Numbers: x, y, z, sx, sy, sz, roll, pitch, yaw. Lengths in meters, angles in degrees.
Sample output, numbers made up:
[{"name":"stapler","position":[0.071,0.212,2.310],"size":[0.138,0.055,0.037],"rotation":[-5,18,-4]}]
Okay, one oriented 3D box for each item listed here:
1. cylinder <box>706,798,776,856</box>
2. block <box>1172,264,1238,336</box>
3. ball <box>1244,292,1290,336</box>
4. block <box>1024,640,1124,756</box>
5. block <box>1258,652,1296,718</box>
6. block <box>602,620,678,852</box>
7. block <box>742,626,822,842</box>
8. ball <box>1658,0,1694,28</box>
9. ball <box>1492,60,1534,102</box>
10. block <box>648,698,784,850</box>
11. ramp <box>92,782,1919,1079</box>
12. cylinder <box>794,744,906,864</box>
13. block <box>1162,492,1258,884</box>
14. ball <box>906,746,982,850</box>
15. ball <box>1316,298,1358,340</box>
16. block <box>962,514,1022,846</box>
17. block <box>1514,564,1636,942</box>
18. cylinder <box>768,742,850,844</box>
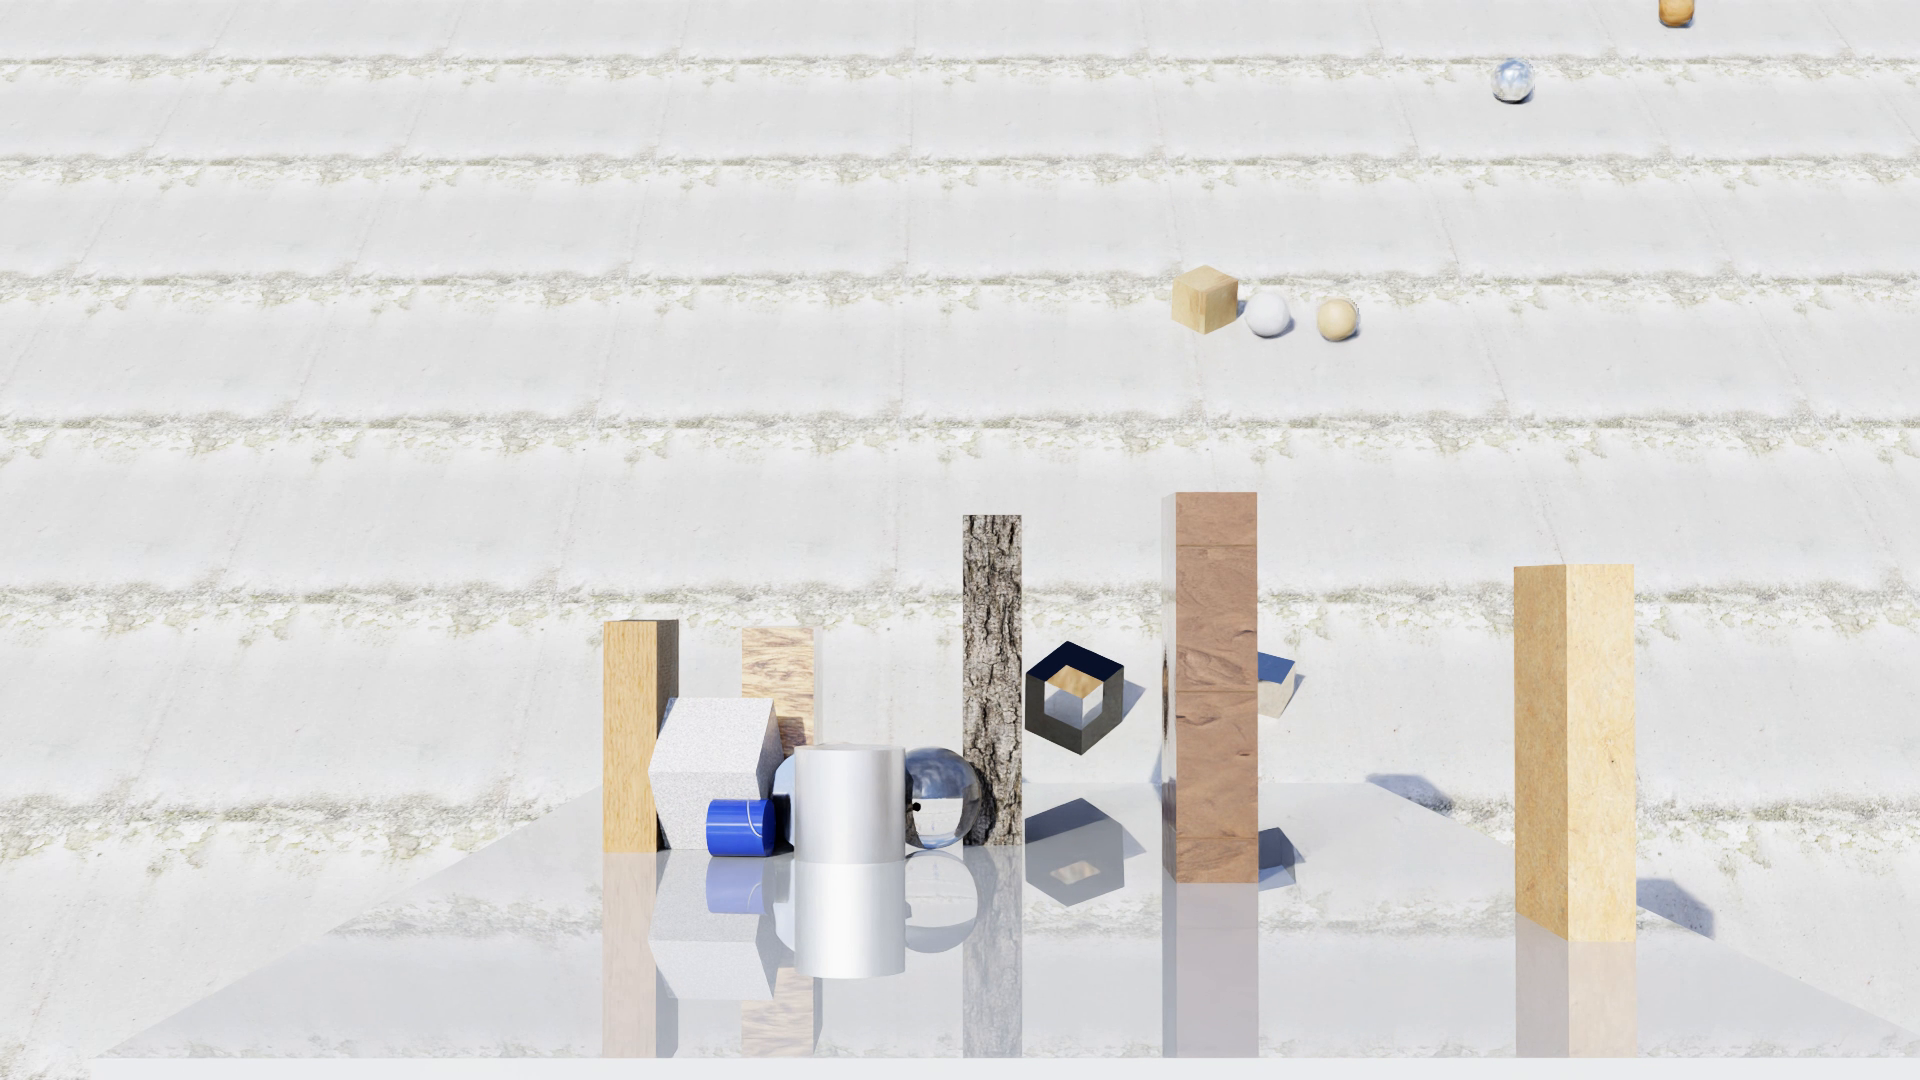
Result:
[{"name":"cylinder","position":[-0.412,0.541,4.882],"size":[0.108,0.108,0.108],"rotation":[0,33,10]},{"name":"block","position":[0.850,-0.835,9.009],"size":[0.159,0.159,0.159],"rotation":[-26,41,-34]},{"name":"ball","position":[1.056,-0.778,8.928],"size":[0.155,0.155,0.155],"rotation":[0,33,0]},{"name":"block","position":[0.310,0.428,7.052],"size":[0.191,0.191,0.191],"rotation":[23,40,31]},{"name":"block","position":[0.847,0.400,7.161],"size":[0.119,0.119,0.119],"rotation":[14,36,21]},{"name":"block","position":[-0.631,0.380,5.153],"size":[0.102,0.441,0.395],"rotation":[0,-1,0]},{"name":"block","position":[-0.363,0.392,5.346],"size":[0.143,0.426,0.358],"rotation":[0,-1,0]},{"name":"ball","position":[3.109,-2.306,11.259],"size":[0.156,0.156,0.156],"rotation":[0,33,0]},{"name":"ball","position":[2.253,-1.872,10.584],"size":[0.169,0.169,0.169],"rotation":[0,33,0]},{"name":"block","position":[-0.466,0.452,5.022],"size":[0.207,0.207,0.207],"rotation":[0,39,8]},{"name":"ramp","position":[0.074,0.643,4.762],"size":[2.000,0.100,4.000],"rotation":[0,-1,0]},{"name":"cylinder","position":[-0.205,0.491,4.840],"size":[0.207,0.207,0.207],"rotation":[0,-1,0]},{"name":"block","position":[0.439,0.255,4.593],"size":[0.140,0.668,0.316],"rotation":[0,-1,0]},{"name":"ball","position":[-0.057,0.498,5.016],"size":[0.200,0.200,0.200],"rotation":[0,33,0]},{"name":"ball","position":[1.294,-0.757,8.906],"size":[0.143,0.143,0.143],"rotation":[0,33,0]},{"name":"block","position":[0.064,0.278,5.250],"size":[0.116,0.649,0.304],"rotation":[0,-1,0]},{"name":"block","position":[0.913,0.306,3.869],"size":[0.096,0.537,0.354],"rotation":[0,-1,0]},{"name":"cylinder","position":[-0.255,0.498,5.052],"size":[0.202,0.202,0.202],"rotation":[5,-1,7]}]
